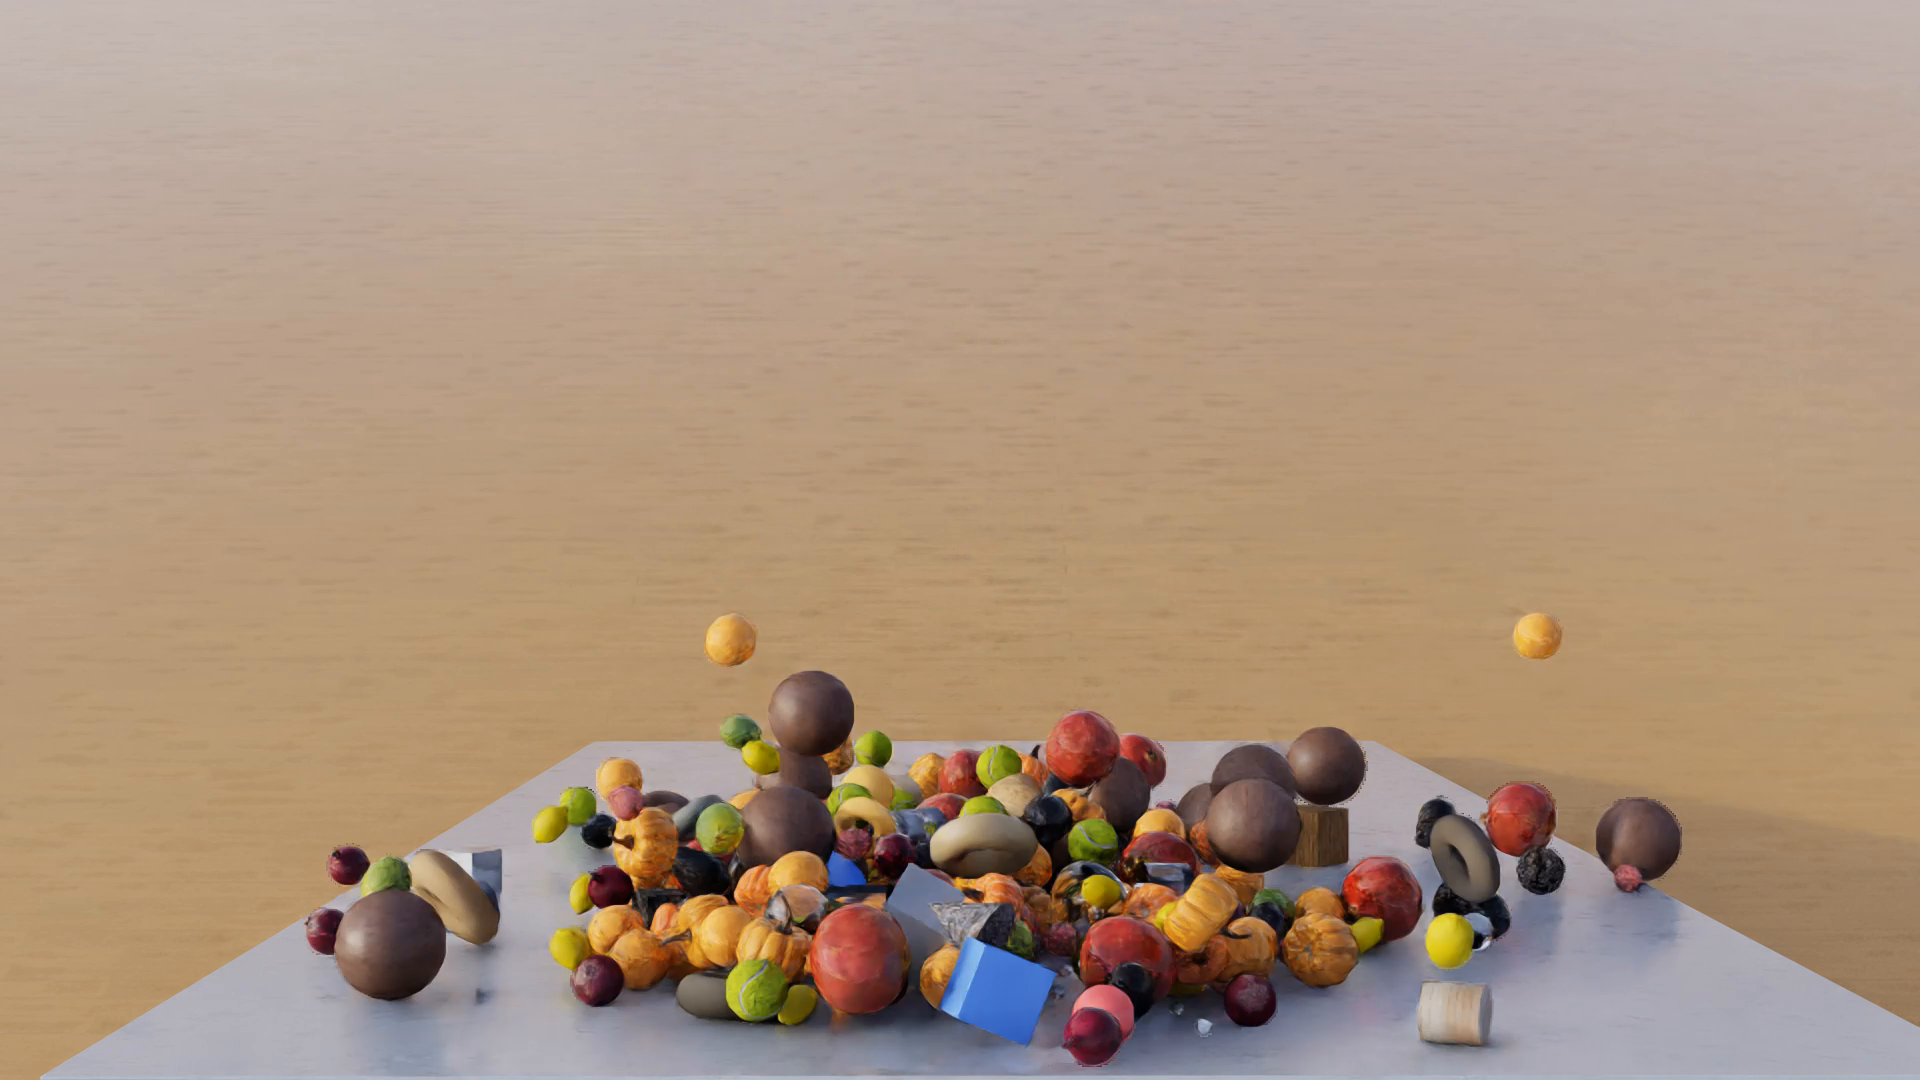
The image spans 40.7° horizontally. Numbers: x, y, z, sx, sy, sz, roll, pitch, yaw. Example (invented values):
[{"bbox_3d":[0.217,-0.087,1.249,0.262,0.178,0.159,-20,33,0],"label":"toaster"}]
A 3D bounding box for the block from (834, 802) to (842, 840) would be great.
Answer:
[{"bbox_3d":[-0.168,0.490,4.395,0.082,0.082,0.082,1,1,6],"label":"block"}]

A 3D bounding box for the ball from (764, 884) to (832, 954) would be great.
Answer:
[{"bbox_3d":[-0.190,0.444,3.037,0.081,0.081,0.081,0,29,0],"label":"ball"}]

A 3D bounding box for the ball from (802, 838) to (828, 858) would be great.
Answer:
[{"bbox_3d":[-0.223,0.502,4.098,0.063,0.063,0.063,0,29,0],"label":"ball"}]

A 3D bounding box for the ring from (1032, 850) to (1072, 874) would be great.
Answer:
[{"bbox_3d":[0.114,0.506,3.932,0.123,0.041,0.123,-2,13,0],"label":"ring"}]

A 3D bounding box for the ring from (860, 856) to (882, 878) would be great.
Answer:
[{"bbox_3d":[-0.160,0.495,3.866,0.035,0.105,0.105,50,45,8],"label":"ring"}]

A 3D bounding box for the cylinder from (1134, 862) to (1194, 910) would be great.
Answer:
[{"bbox_3d":[0.255,0.435,3.246,0.060,0.060,0.060,4,27,-14],"label":"cylinder"}]

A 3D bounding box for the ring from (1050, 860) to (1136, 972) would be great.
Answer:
[{"bbox_3d":[0.166,0.471,3.236,0.048,0.143,0.143,-10,29,-36],"label":"ring"}]

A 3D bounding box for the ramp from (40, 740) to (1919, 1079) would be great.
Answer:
[{"bbox_3d":[0.065,0.580,4.626,2.000,0.100,4.000,0,0,0],"label":"ramp"}]

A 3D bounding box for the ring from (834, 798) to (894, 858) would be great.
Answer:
[{"bbox_3d":[-0.133,0.401,3.607,0.092,0.092,0.031,10,24,18],"label":"ring"}]

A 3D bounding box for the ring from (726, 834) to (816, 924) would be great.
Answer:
[{"bbox_3d":[-0.258,0.462,3.519,0.123,0.123,0.041,-4,1,-8],"label":"ring"}]

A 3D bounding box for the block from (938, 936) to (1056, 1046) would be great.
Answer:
[{"bbox_3d":[0.040,0.486,2.791,0.084,0.084,0.084,24,-7,-12],"label":"block"}]

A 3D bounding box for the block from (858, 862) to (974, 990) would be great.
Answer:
[{"bbox_3d":[-0.052,0.464,3.110,0.090,0.090,0.090,30,31,3],"label":"block"}]

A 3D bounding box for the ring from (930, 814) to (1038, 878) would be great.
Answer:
[{"bbox_3d":[0.029,0.377,3.181,0.134,0.134,0.045,-3,59,-5],"label":"ring"}]

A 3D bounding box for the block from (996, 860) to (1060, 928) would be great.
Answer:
[{"bbox_3d":[0.095,0.491,3.606,0.069,0.069,0.069,7,17,21],"label":"block"}]

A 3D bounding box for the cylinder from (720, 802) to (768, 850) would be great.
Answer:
[{"bbox_3d":[-0.370,0.490,4.432,0.060,0.060,0.060,19,44,30],"label":"cylinder"}]

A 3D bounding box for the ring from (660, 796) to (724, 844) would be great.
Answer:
[{"bbox_3d":[-0.362,0.379,3.497,0.097,0.097,0.032,-25,77,-37],"label":"ring"}]

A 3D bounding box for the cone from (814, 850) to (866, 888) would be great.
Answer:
[{"bbox_3d":[-0.178,0.464,3.414,0.077,0.077,0.077,32,23,-16],"label":"cone"}]

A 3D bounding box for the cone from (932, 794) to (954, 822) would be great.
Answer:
[{"bbox_3d":[-0.035,0.451,4.394,0.050,0.050,0.050,0,55,0],"label":"cone"}]

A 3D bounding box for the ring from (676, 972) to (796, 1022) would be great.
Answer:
[{"bbox_3d":[-0.254,0.517,2.931,0.135,0.045,0.135,4,-5,0],"label":"ring"}]

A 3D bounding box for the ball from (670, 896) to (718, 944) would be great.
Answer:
[{"bbox_3d":[-0.354,0.506,3.440,0.064,0.064,0.064,0,29,0],"label":"ball"}]

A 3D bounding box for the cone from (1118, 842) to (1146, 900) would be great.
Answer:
[{"bbox_3d":[0.275,0.513,3.848,0.096,0.096,0.096,27,35,10],"label":"cone"}]

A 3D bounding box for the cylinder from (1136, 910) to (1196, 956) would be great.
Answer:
[{"bbox_3d":[0.268,0.512,3.365,0.054,0.054,0.054,-25,16,-37],"label":"cylinder"}]

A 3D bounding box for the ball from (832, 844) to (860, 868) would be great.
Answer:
[{"bbox_3d":[-0.163,0.448,3.591,0.050,0.050,0.050,0,29,0],"label":"ball"}]

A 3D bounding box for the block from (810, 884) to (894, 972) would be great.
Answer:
[{"bbox_3d":[-0.134,0.482,3.208,0.093,0.093,0.093,0,-16,-12],"label":"block"}]

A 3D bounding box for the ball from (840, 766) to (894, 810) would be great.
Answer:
[{"bbox_3d":[-0.149,0.403,4.132,0.087,0.087,0.087,0,29,0],"label":"ball"}]

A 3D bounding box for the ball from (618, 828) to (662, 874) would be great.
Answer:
[{"bbox_3d":[-0.442,0.429,3.570,0.062,0.062,0.062,0,29,0],"label":"ball"}]

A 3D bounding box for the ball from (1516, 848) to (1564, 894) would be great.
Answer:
[{"bbox_3d":[0.876,0.499,3.902,0.071,0.071,0.071,0,29,0],"label":"ball"}]

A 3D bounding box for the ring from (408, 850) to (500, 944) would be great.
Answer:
[{"bbox_3d":[-0.667,0.471,3.407,0.149,0.149,0.050,26,58,38],"label":"ring"}]

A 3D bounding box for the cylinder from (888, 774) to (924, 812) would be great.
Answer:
[{"bbox_3d":[-0.126,0.467,4.631,0.093,0.093,0.093,12,0,21],"label":"cylinder"}]

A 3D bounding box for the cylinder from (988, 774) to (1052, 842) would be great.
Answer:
[{"bbox_3d":[0.088,0.398,3.791,0.079,0.079,0.079,-6,59,-11],"label":"cylinder"}]

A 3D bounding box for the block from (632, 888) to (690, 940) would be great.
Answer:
[{"bbox_3d":[-0.406,0.508,3.512,0.060,0.060,0.060,0,1,-27],"label":"block"}]

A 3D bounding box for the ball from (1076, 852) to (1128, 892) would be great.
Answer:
[{"bbox_3d":[0.197,0.492,3.701,0.088,0.088,0.088,0,29,0],"label":"ball"}]

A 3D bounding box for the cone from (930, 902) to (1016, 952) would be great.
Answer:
[{"bbox_3d":[0.000,0.443,3.004,0.092,0.092,0.092,26,37,26],"label":"cone"}]

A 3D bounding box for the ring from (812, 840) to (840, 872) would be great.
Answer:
[{"bbox_3d":[-0.207,0.487,3.853,0.031,0.094,0.094,34,37,8],"label":"ring"}]

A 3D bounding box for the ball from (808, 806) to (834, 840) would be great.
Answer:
[{"bbox_3d":[-0.230,0.497,4.508,0.068,0.068,0.068,0,29,0],"label":"ball"}]

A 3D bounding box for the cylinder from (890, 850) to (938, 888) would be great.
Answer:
[{"bbox_3d":[-0.064,0.483,3.611,0.069,0.069,0.069,-1,41,-1],"label":"cylinder"}]

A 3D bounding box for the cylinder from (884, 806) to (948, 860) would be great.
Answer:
[{"bbox_3d":[-0.067,0.425,3.745,0.073,0.073,0.073,-2,24,-39],"label":"cylinder"}]

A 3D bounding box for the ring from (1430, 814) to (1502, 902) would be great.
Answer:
[{"bbox_3d":[0.655,0.413,3.353,0.040,0.121,0.121,-19,34,-24],"label":"ring"}]

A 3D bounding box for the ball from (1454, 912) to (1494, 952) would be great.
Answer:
[{"bbox_3d":[0.673,0.513,3.383,0.050,0.050,0.050,0,29,0],"label":"ball"}]

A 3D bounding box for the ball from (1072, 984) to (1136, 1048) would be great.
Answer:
[{"bbox_3d":[0.154,0.509,2.767,0.067,0.067,0.067,0,29,0],"label":"ball"}]

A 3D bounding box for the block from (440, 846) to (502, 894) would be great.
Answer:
[{"bbox_3d":[-0.741,0.502,3.915,0.066,0.066,0.066,0,0,32],"label":"block"}]

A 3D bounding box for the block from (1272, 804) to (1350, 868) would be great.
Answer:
[{"bbox_3d":[0.579,0.487,4.263,0.090,0.090,0.090,0,1,43],"label":"block"}]

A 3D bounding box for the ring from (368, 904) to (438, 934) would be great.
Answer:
[{"bbox_3d":[-0.768,0.523,3.565,0.093,0.031,0.093,-1,1,0],"label":"ring"}]
